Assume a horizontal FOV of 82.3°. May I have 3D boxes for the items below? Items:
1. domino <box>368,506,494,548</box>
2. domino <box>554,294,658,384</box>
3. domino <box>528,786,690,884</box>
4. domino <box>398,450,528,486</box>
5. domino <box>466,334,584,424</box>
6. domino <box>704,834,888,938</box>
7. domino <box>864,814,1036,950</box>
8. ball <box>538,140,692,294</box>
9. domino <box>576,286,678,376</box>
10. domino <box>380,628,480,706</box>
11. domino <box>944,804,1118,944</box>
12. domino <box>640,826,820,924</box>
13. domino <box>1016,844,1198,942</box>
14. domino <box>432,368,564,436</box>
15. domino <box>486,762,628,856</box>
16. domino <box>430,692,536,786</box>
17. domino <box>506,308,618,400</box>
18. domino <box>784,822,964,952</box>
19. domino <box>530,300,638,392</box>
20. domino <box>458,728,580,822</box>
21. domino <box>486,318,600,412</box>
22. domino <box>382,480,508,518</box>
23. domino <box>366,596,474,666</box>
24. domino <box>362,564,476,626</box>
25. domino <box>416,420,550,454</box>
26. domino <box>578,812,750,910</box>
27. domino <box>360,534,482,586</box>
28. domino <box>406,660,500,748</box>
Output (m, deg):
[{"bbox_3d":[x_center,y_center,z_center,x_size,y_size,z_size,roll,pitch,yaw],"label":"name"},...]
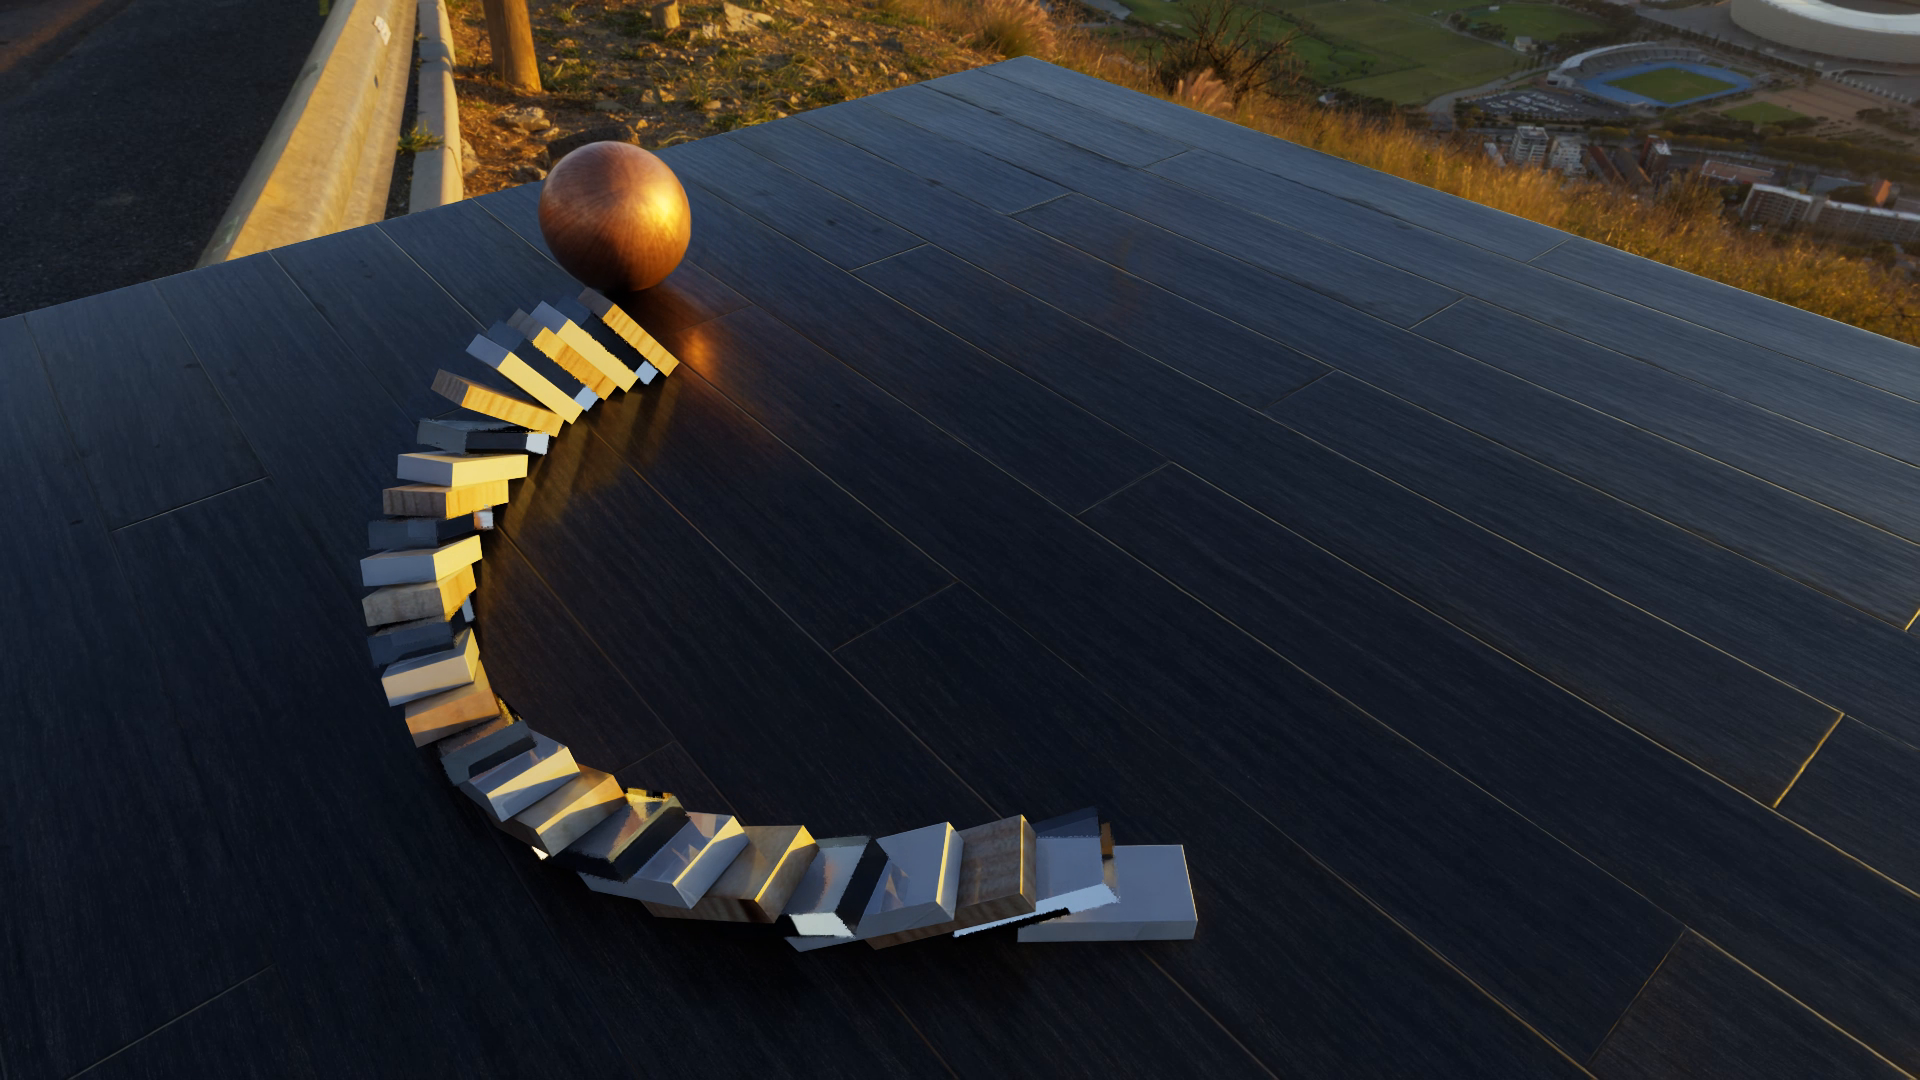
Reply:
[{"bbox_3d":[-0.206,-0.005,0.431,0.025,0.009,0.050,0,9,0],"label":"domino"},{"bbox_3d":[-0.170,-0.097,0.532,0.025,0.050,0.010,33,82,34],"label":"domino"},{"bbox_3d":[-0.104,0.085,0.322,0.050,0.010,0.025,-7,28,43],"label":"domino"},{"bbox_3d":[-0.208,-0.031,0.462,0.025,0.010,0.050,9,10,11],"label":"domino"},{"bbox_3d":[-0.198,-0.073,0.503,0.025,0.050,0.010,28,80,30],"label":"domino"},{"bbox_3d":[-0.046,0.097,0.306,0.050,0.009,0.025,-14,30,33],"label":"domino"},{"bbox_3d":[-0.003,0.096,0.309,0.050,0.010,0.025,-20,35,19],"label":"domino"},{"bbox_3d":[-0.188,-0.176,0.603,0.080,0.080,0.080,0,39,0],"label":"ball"},{"bbox_3d":[-0.162,-0.101,0.538,0.025,0.050,0.009,33,82,34],"label":"domino"},{"bbox_3d":[-0.178,0.042,0.373,0.025,0.010,0.050,-17,12,-19],"label":"domino"},{"bbox_3d":[0.018,0.094,0.310,0.050,0.010,0.025,-22,37,18],"label":"domino"},{"bbox_3d":[-0.066,0.094,0.310,0.050,0.009,0.025,-12,30,36],"label":"domino"},{"bbox_3d":[0.041,0.102,0.319,0.050,0.010,0.025,-1,39,-1],"label":"domino"},{"bbox_3d":[-0.206,-0.061,0.492,0.025,0.009,0.050,26,3,32],"label":"domino"},{"bbox_3d":[-0.122,0.078,0.329,0.025,0.010,0.050,-35,21,-35],"label":"domino"},{"bbox_3d":[-0.153,0.062,0.349,0.025,0.009,0.050,-26,15,-28],"label":"domino"},{"bbox_3d":[-0.188,-0.087,0.520,0.025,0.050,0.009,33,82,34],"label":"domino"},{"bbox_3d":[-0.024,0.097,0.307,0.050,0.010,0.025,-20,34,22],"label":"domino"},{"bbox_3d":[-0.179,-0.092,0.526,0.025,0.050,0.010,33,82,34],"label":"domino"},{"bbox_3d":[-0.138,0.071,0.338,0.025,0.010,0.050,-31,18,-32],"label":"domino"},{"bbox_3d":[-0.194,-0.081,0.513,0.025,0.050,0.009,33,82,34],"label":"domino"},{"bbox_3d":[-0.207,-0.018,0.446,0.025,0.009,0.050,3,9,3],"label":"domino"},{"bbox_3d":[-0.188,0.031,0.386,0.025,0.010,0.050,-13,11,-15],"label":"domino"},{"bbox_3d":[-0.196,0.020,0.401,0.025,0.009,0.050,-9,10,-11],"label":"domino"},{"bbox_3d":[-0.206,-0.044,0.478,0.025,0.009,0.050,14,9,17],"label":"domino"},{"bbox_3d":[-0.086,0.090,0.315,0.050,0.009,0.025,-8,28,41],"label":"domino"},{"bbox_3d":[-0.202,0.007,0.416,0.025,0.009,0.050,-4,9,-5],"label":"domino"},{"bbox_3d":[-0.167,0.053,0.360,0.025,0.009,0.050,-21,13,-24],"label":"domino"}]
